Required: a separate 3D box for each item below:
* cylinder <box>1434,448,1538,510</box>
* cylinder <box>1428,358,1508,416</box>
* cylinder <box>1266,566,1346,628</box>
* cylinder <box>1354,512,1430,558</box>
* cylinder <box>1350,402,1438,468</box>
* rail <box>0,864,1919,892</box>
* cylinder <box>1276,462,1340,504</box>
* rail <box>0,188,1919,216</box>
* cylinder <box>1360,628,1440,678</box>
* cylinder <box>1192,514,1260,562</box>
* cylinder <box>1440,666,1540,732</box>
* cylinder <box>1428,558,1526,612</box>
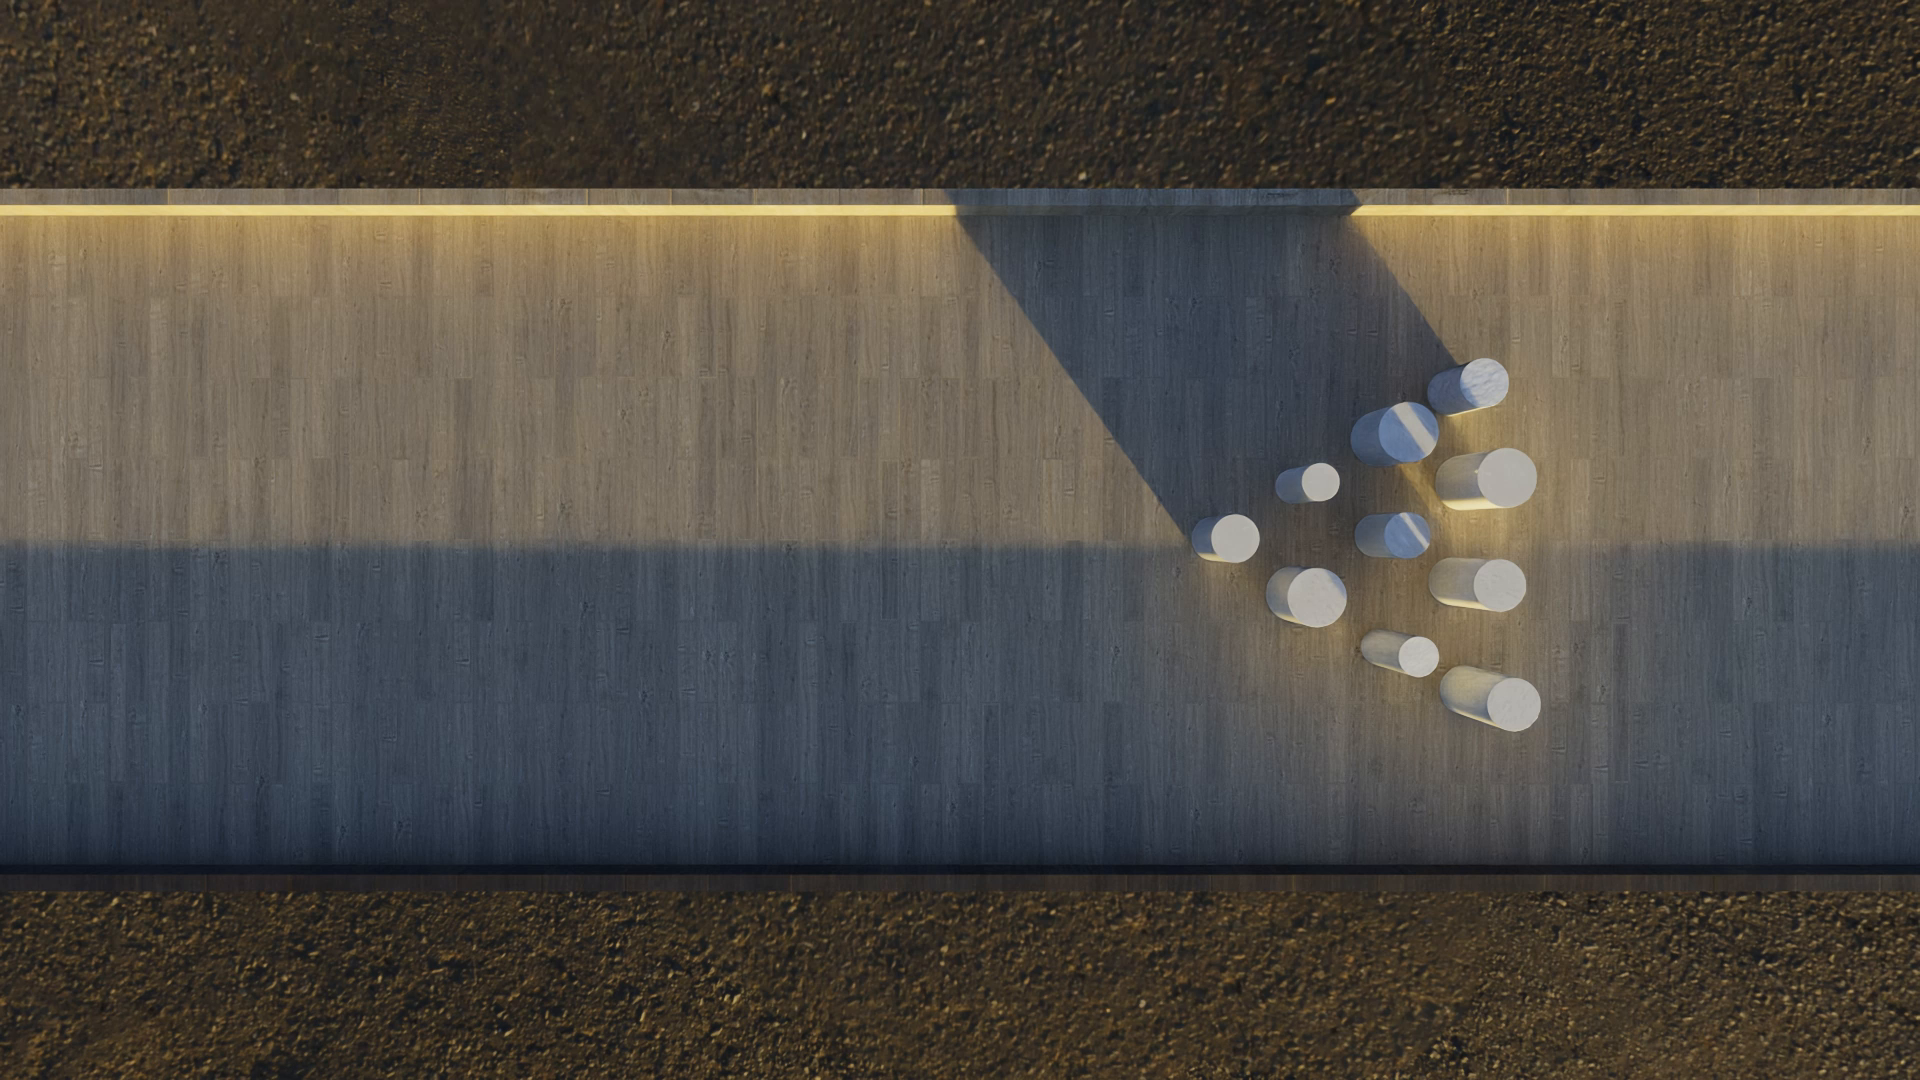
[{"bbox_3d":[1.545,-0.176,4.867,0.169,0.420,0.169,0,90,0],"label":"cylinder"},{"bbox_3d":[1.509,-0.453,4.910,0.142,0.333,0.142,0,90,0],"label":"cylinder"},{"bbox_3d":[1.026,0.165,4.907,0.171,0.340,0.171,0,90,0],"label":"cylinder"},{"bbox_3d":[1.280,-0.013,4.898,0.134,0.357,0.134,0,90,0],"label":"cylinder"},{"bbox_3d":[1.289,-0.310,4.907,0.174,0.339,0.174,0,90,0],"label":"cylinder"},{"bbox_3d":[-2.247,1.025,5.001,12.000,0.150,0.050,0,90,0],"label":"rail"},{"bbox_3d":[1.024,-0.165,4.880,0.108,0.394,0.108,0,90,0],"label":"cylinder"},{"bbox_3d":[-2.247,-1.025,5.002,12.000,0.150,0.050,0,90,0],"label":"rail"},{"bbox_3d":[1.290,0.328,4.857,0.114,0.439,0.114,0,90,0],"label":"cylinder"},{"bbox_3d":[0.781,-0.004,4.877,0.137,0.400,0.137,0,90,0],"label":"cylinder"},{"bbox_3d":[1.551,0.461,4.847,0.150,0.458,0.150,0,90,0],"label":"cylinder"},{"bbox_3d":[1.515,0.127,4.852,0.147,0.449,0.147,0,90,0],"label":"cylinder"}]
